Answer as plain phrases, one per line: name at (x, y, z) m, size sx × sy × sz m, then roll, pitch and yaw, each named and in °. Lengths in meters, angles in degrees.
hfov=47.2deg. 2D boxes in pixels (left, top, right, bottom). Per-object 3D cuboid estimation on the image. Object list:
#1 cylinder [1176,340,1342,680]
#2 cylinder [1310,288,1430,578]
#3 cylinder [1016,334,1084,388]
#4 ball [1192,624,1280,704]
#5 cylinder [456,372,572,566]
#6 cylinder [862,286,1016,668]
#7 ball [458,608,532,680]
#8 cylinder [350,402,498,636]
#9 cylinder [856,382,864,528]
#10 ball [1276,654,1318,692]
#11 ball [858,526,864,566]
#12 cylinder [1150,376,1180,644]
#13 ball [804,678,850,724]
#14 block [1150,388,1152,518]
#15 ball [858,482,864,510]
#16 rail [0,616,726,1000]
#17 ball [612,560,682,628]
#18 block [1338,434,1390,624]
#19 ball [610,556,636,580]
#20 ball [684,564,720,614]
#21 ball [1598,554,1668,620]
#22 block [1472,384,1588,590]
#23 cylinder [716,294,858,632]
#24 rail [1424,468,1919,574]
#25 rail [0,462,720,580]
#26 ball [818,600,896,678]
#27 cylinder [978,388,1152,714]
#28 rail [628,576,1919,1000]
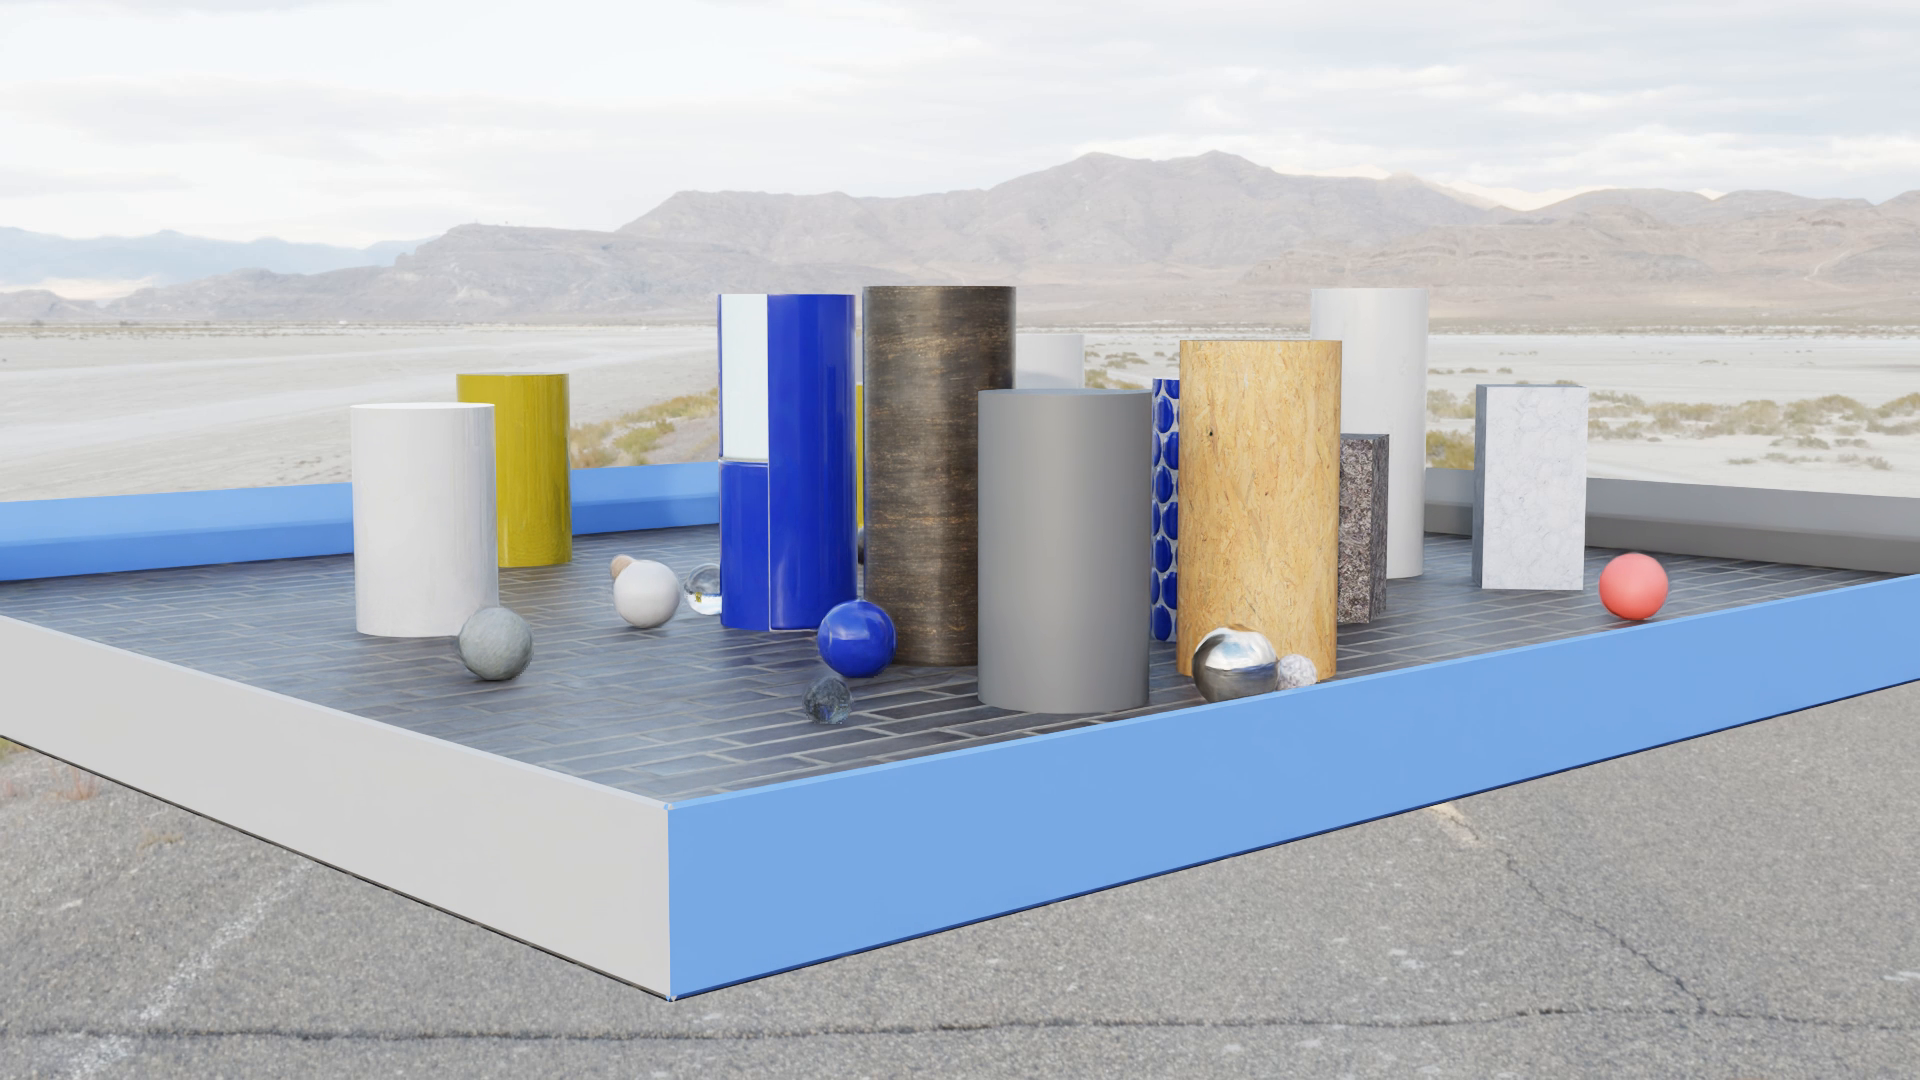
cylinder at (0.367, -0.041, 2.707) m, size 0.197 × 0.408 × 0.197 m, roll 0°, pitch 6°, yaw 0°
cylinder at (0.691, -0.185, 3.734) m, size 0.197 × 0.480 × 0.197 m, roll 0°, pitch 6°, yaw 0°
cylinder at (0.103, -0.130, 3.563) m, size 0.197 × 0.407 × 0.197 m, roll 0°, pitch 6°, yaw 0°
ball at (0.307, 0.142, 2.450) m, size 0.097 × 0.097 × 0.097 m, roll 0°, pitch 6°, yaw 0°
cylinder at (-0.791, -0.129, 3.907) m, size 0.197 × 0.333 × 0.197 m, roll 0°, pitch 6°, yaw 0°
cylinder at (-0.026, -0.087, 2.826) m, size 0.197 × 0.474 × 0.197 m, roll 0°, pitch 6°, yaw 0°
ball at (-0.561, 0.125, 2.654) m, size 0.088 × 0.088 × 0.088 m, roll 0°, pitch 6°, yaw 0°
cylinder at (-0.750, -0.033, 3.088) m, size 0.197 × 0.312 × 0.197 m, roll 0°, pitch 6°, yaw 0°
cylinder at (-0.166, -0.151, 4.256) m, size 0.197 × 0.304 × 0.197 m, roll 0°, pitch 6°, yaw 0°
ball at (0.385, 0.156, 2.531) m, size 0.052 × 0.052 × 0.052 m, roll 0°, pitch 6°, yaw 0°
ball at (-0.147, 0.010, 3.789) m, size 0.081 × 0.081 × 0.081 m, roll 0°, pitch 6°, yaw 0°
cylinder at (0.360, -0.044, 3.001) m, size 0.197 × 0.353 × 0.197 m, roll 0°, pitch 6°, yaw 0°
ball at (-0.143, 0.173, 2.373) m, size 0.051 × 0.051 × 0.051 m, roll 0°, pitch 6°, yaw 0°
block at (0.322, -0.107, 3.838) m, size 0.158 × 0.305 × 0.158 m, roll -4°, pitch 7°, yaw -33°
ball at (-0.184, -0.096, 4.802) m, size 0.082 × 0.082 × 0.082 m, roll 0°, pitch 6°, yaw 0°
rail at (-1.045, 0.134, 2.373) m, size 0.045 × 0.128 × 2.583 m, roll -5°, pitch 8°, yaw -42°
ball at (-0.440, 0.076, 3.090) m, size 0.096 × 0.096 × 0.096 m, roll 0°, pitch 6°, yaw 0°
block at (0.536, -0.022, 3.227) m, size 0.158 × 0.262 × 0.158 m, roll 2°, pitch 6°, yaw 20°
ball at (-0.549, 0.048, 3.589) m, size 0.046 × 0.046 × 0.046 m, roll 0°, pitch 6°, yaw 0°
ball at (-0.367, 0.072, 3.224) m, size 0.075 × 0.075 × 0.075 m, roll 0°, pitch 6°, yaw 0°
ball at (0.971, 0.067, 3.169) m, size 0.097 × 0.097 × 0.097 m, roll 0°, pitch 6°, yaw 0°
block at (0.926, -0.090, 3.584) m, size 0.158 × 0.323 × 0.158 m, roll 1°, pitch 6°, yaw 7°
cylinder at (-0.245, -0.115, 3.134) m, size 0.197 × 0.466 × 0.197 m, roll 0°, pitch 6°, yaw 0°
rail at (1.045, -0.067, 4.291) m, size 0.045 × 0.128 × 2.583 m, roll -5°, pitch 8°, yaw -42°
rail at (-0.860, -0.064, 4.259) m, size 2.892 × 0.128 × 0.045 m, roll -5°, pitch 8°, yaw -42°
ball at (-0.125, 0.120, 2.671) m, size 0.095 × 0.095 × 0.095 m, roll 0°, pitch 6°, yaw 0°
cylinder at (0.119, 0.007, 2.517) m, size 0.197 × 0.353 × 0.197 m, roll 0°, pitch 6°, yaw 0°
rail at (0.860, 0.130, 2.405) m, size 2.892 × 0.128 × 0.045 m, roll -5°, pitch 8°, yaw -42°
